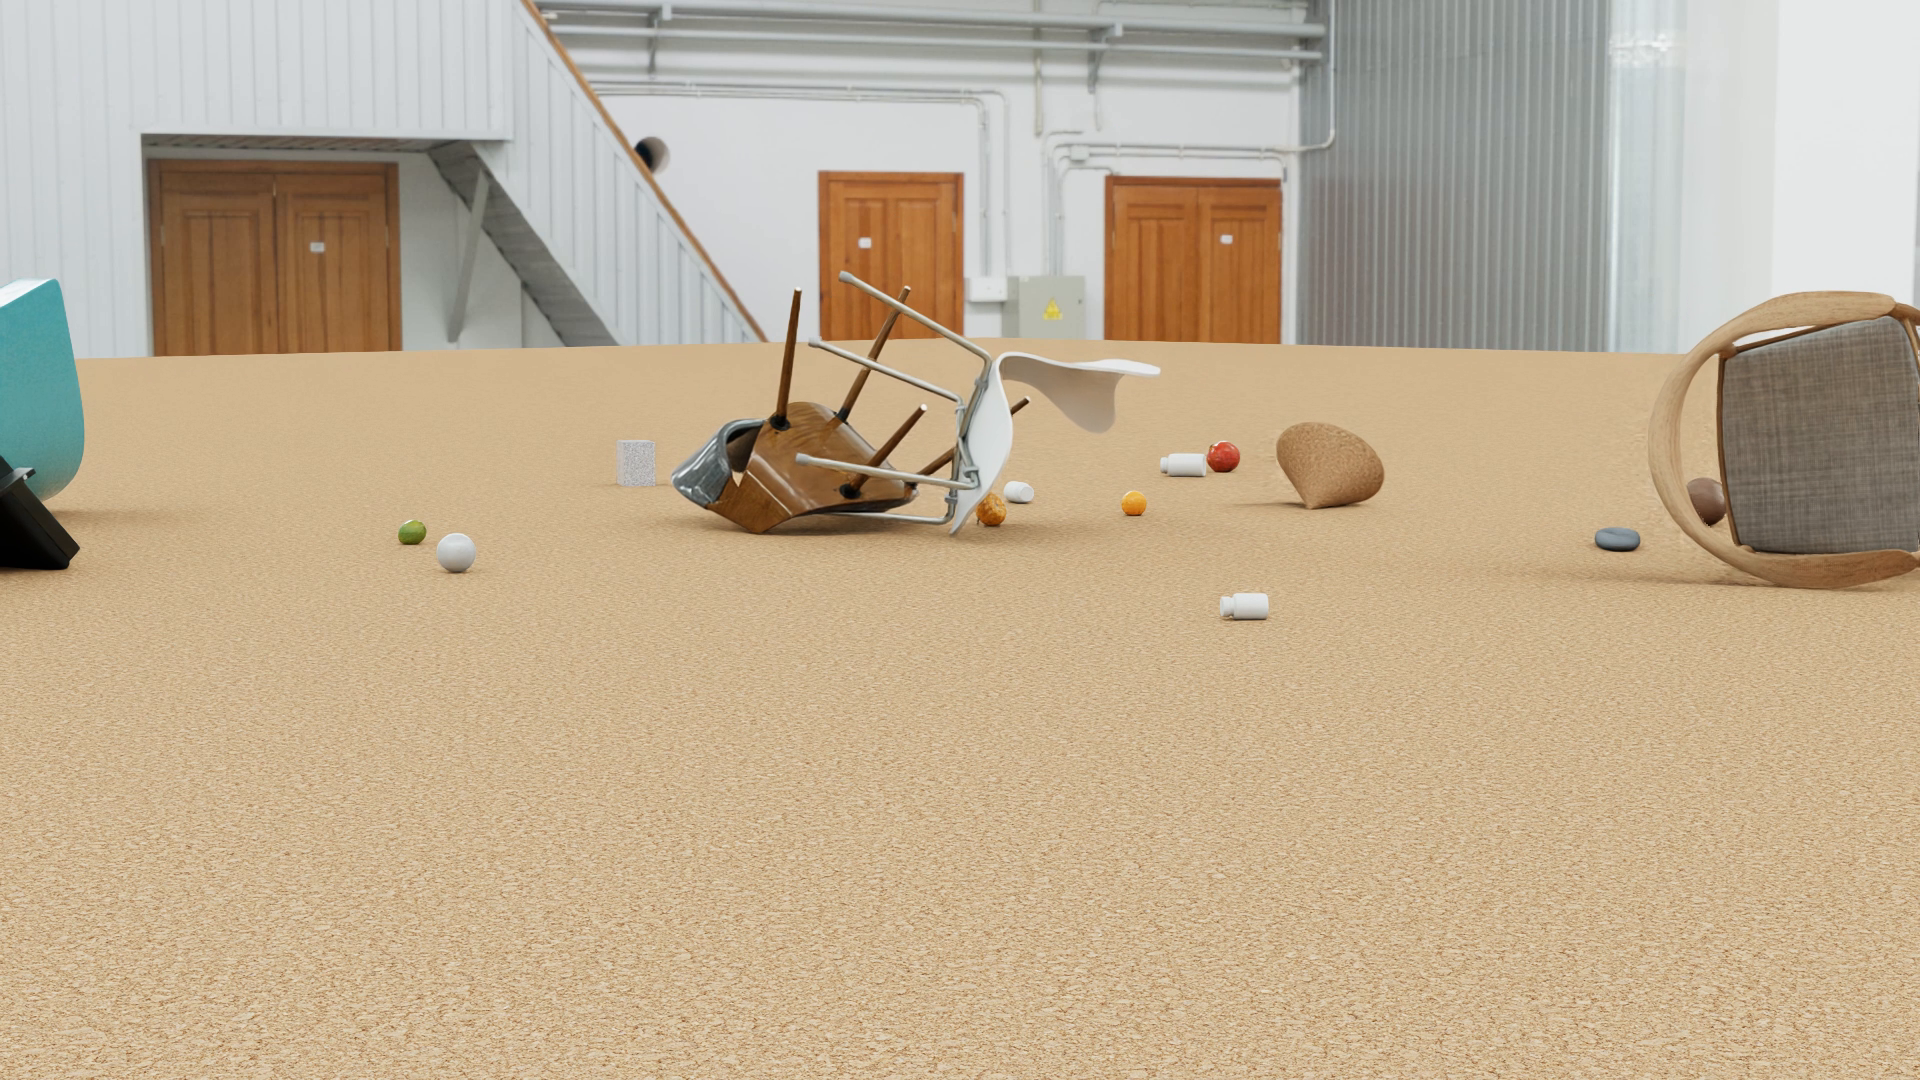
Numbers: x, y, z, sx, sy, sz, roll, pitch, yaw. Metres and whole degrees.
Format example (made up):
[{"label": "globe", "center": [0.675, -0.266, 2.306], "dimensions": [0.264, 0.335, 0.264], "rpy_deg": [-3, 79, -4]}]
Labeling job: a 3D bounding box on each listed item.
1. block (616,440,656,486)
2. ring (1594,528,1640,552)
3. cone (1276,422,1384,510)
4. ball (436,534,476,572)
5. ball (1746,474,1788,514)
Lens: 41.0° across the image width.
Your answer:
[{"label": "block", "center": [-1.024, -0.243, 8.099], "dimensions": [0.099, 0.138, 0.126], "rpy_deg": [-2, 6, -18]}, {"label": "ring", "center": [1.600, -0.002, 6.245], "dimensions": [0.108, 0.039, 0.264], "rpy_deg": [0, 6, 11]}, {"label": "cone", "center": [1.023, -0.153, 7.297], "dimensions": [0.325, 0.196, 0.308], "rpy_deg": [31, -38, -3]}, {"label": "ball", "center": [-1.120, 0.028, 5.707], "dimensions": [0.088, 0.088, 0.088], "rpy_deg": [0, 6, 0]}, {"label": "ball", "center": [2.233, -0.126, 7.101], "dimensions": [0.109, 0.109, 0.109], "rpy_deg": [0, 6, 0]}]
